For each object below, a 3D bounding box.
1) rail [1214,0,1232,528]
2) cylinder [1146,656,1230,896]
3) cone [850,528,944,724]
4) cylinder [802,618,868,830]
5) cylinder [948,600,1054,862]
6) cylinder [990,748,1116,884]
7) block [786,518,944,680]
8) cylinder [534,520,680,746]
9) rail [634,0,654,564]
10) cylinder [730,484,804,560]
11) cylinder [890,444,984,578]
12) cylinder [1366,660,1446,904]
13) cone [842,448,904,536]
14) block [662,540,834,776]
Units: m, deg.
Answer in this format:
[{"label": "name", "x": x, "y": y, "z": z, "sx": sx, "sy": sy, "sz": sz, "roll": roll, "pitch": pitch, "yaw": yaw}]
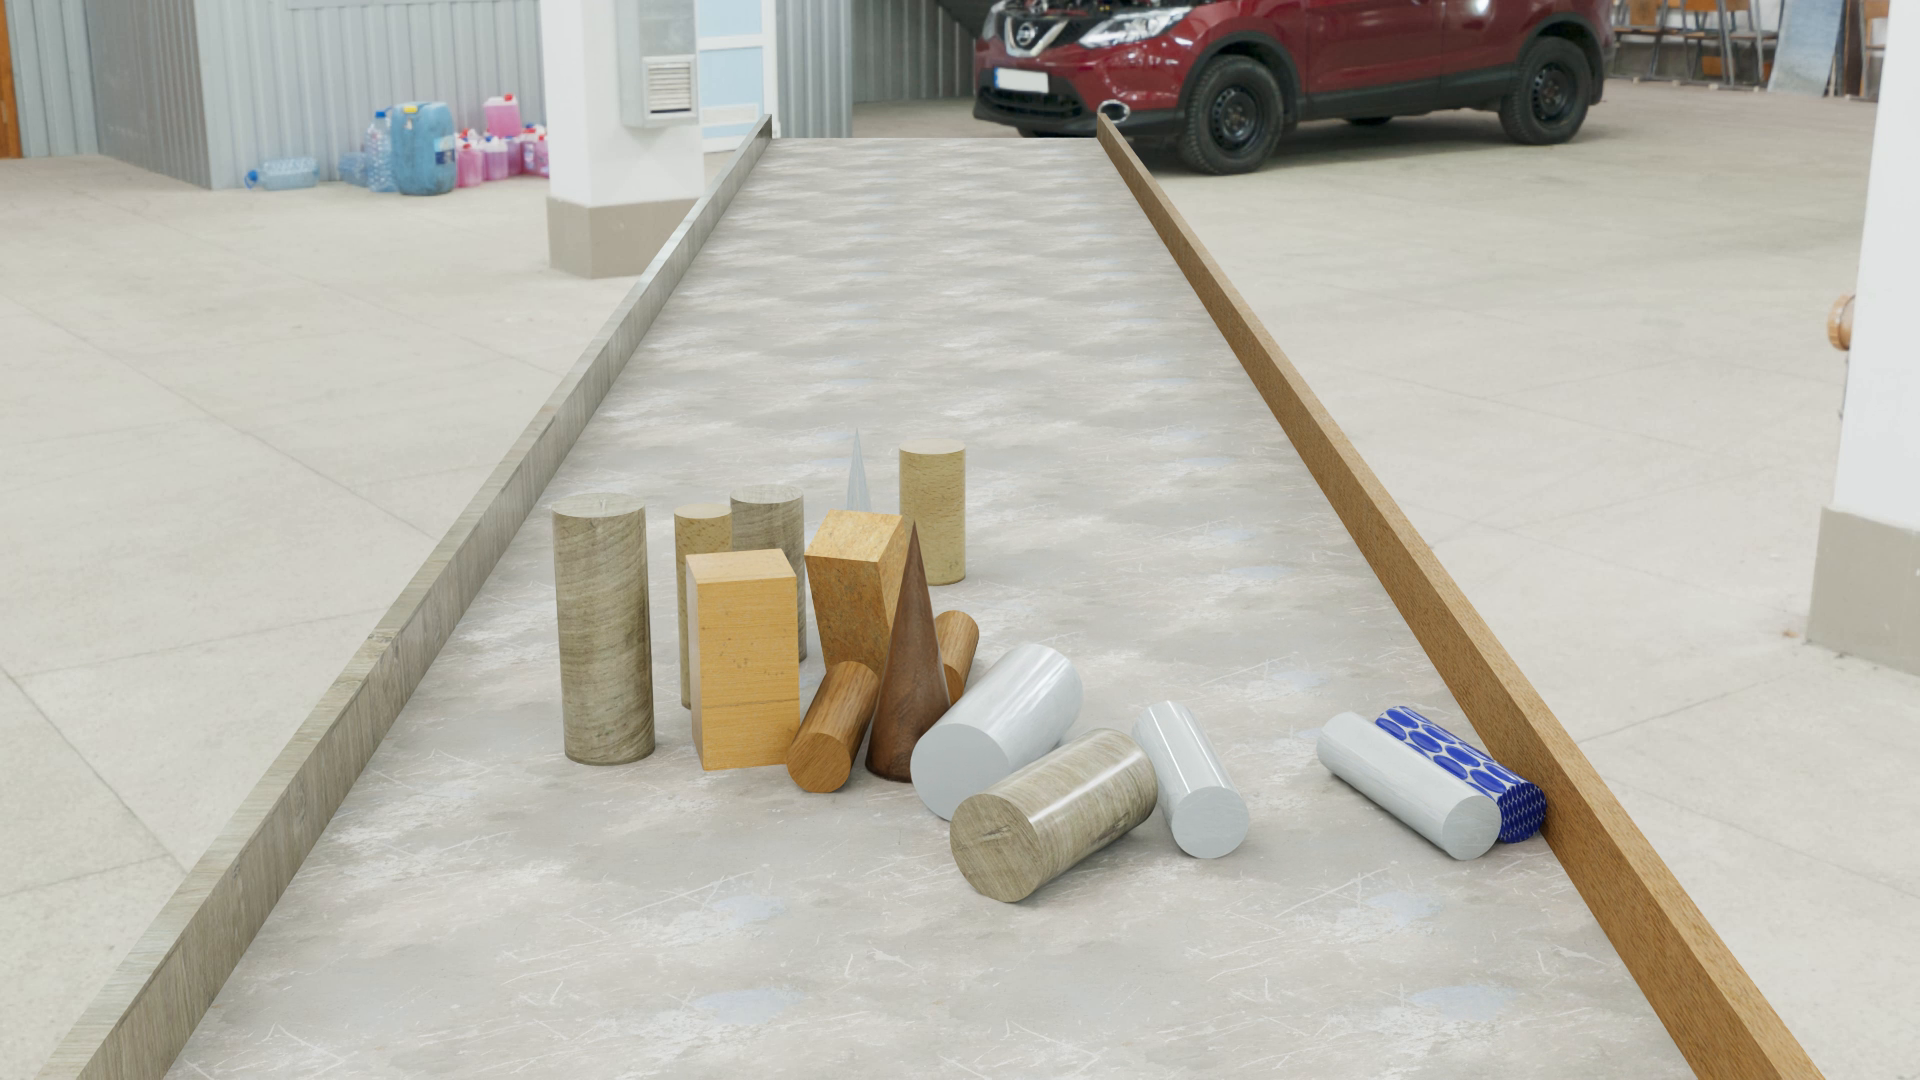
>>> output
[{"label": "rail", "x": 0.932, "y": -0.844, "z": 7.801, "sx": 0.050, "sy": 12.000, "sz": 0.150, "roll": 0, "pitch": 0, "yaw": 0}, {"label": "cylinder", "x": 0.380, "y": 0.395, "z": 3.677, "sx": 0.126, "sy": 0.380, "sz": 0.126, "roll": 0, "pitch": 17, "yaw": 0}, {"label": "cone", "x": -0.080, "y": 0.178, "z": 3.832, "sx": 0.173, "sy": 0.173, "sz": 0.449, "roll": -3, "pitch": 35, "yaw": -9}, {"label": "cylinder", "x": -0.222, "y": 0.329, "z": 3.924, "sx": 0.112, "sy": 0.361, "sz": 0.112, "roll": 0, "pitch": 17, "yaw": 0}, {"label": "cylinder", "x": 0.070, "y": 0.330, "z": 3.806, "sx": 0.179, "sy": 0.414, "sz": 0.179, "roll": 0, "pitch": 17, "yaw": 0}, {"label": "cylinder", "x": 0.152, "y": 0.430, "z": 3.477, "sx": 0.173, "sy": 0.173, "sz": 0.336, "roll": 2, "pitch": 0, "yaw": 7}, {"label": "block", "x": -0.182, "y": 0.118, "z": 4.217, "sx": 0.146, "sy": 0.318, "sz": 0.146, "roll": -34, "pitch": 57, "yaw": 6}, {"label": "cylinder", "x": -0.630, "y": 0.158, "z": 3.895, "sx": 0.162, "sy": 0.162, "sz": 0.457, "roll": -6, "pitch": 36, "yaw": -20}, {"label": "rail", "x": -1.118, "y": -0.838, "z": 7.780, "sx": 0.050, "sy": 12.000, "sz": 0.150, "roll": 0, "pitch": 0, "yaw": 0}, {"label": "cylinder", "x": -0.382, "y": 0.071, "z": 4.390, "sx": 0.146, "sy": 0.340, "sz": 0.146, "roll": 0, "pitch": 17, "yaw": 0}, {"label": "cylinder", "x": -0.061, "y": -0.063, "z": 4.909, "sx": 0.149, "sy": 0.302, "sz": 0.149, "roll": -11, "pitch": 52, "yaw": 14}, {"label": "cylinder", "x": 0.743, "y": 0.405, "z": 3.670, "sx": 0.111, "sy": 0.392, "sz": 0.111, "roll": 0, "pitch": 17, "yaw": 0}, {"label": "cone", "x": -0.215, "y": -0.041, "z": 4.633, "sx": 0.132, "sy": 0.132, "sz": 0.417, "roll": 2, "pitch": 30, "yaw": 7}, {"label": "block", "x": -0.386, "y": 0.211, "z": 3.911, "sx": 0.172, "sy": 0.346, "sz": 0.172, "roll": 20, "pitch": -21, "yaw": 15}]
